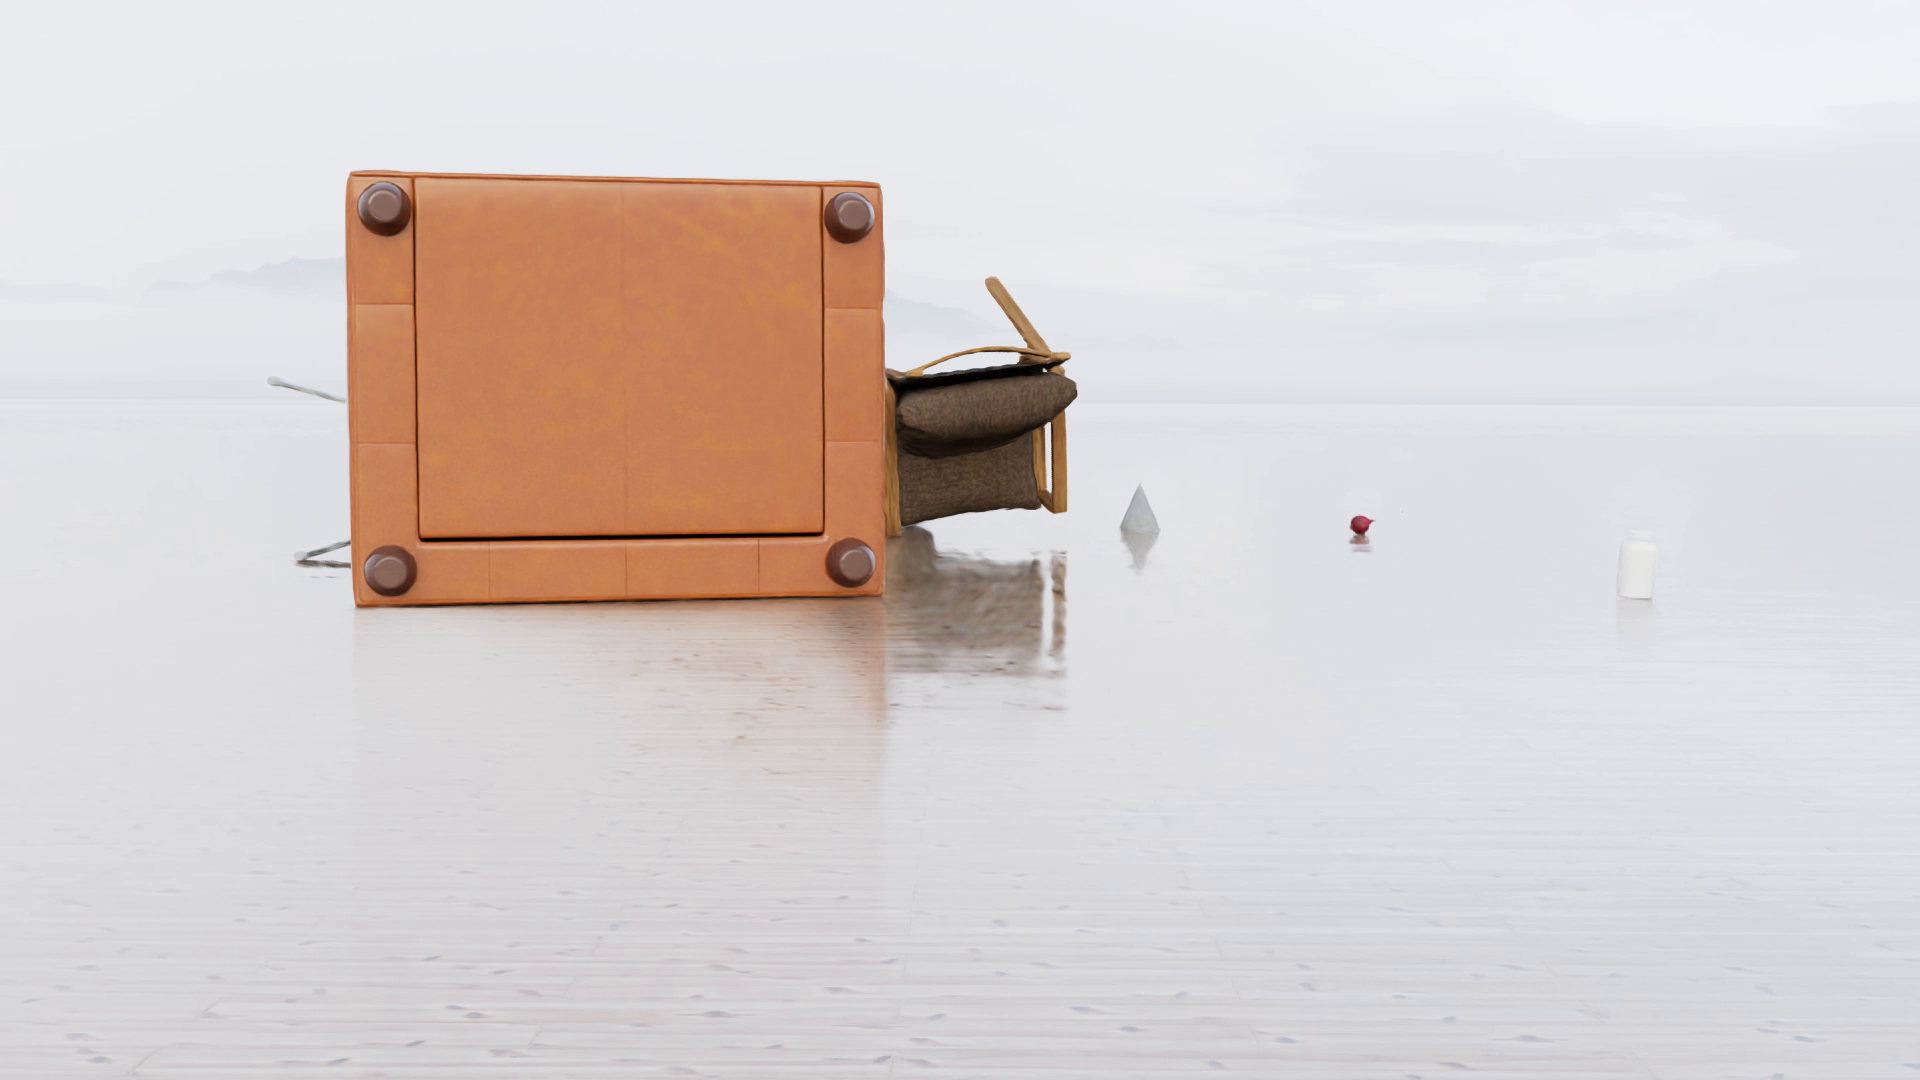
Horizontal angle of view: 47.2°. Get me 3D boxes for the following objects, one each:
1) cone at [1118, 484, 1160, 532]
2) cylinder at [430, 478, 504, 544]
[{"bbox_3d":[0.573,-0.109,7.009,0.135,0.154,0.134,1,4,12],"label":"cone"},{"bbox_3d":[-1.446,-0.087,6.448,0.180,0.186,0.122,-3,4,-36],"label":"cylinder"}]
